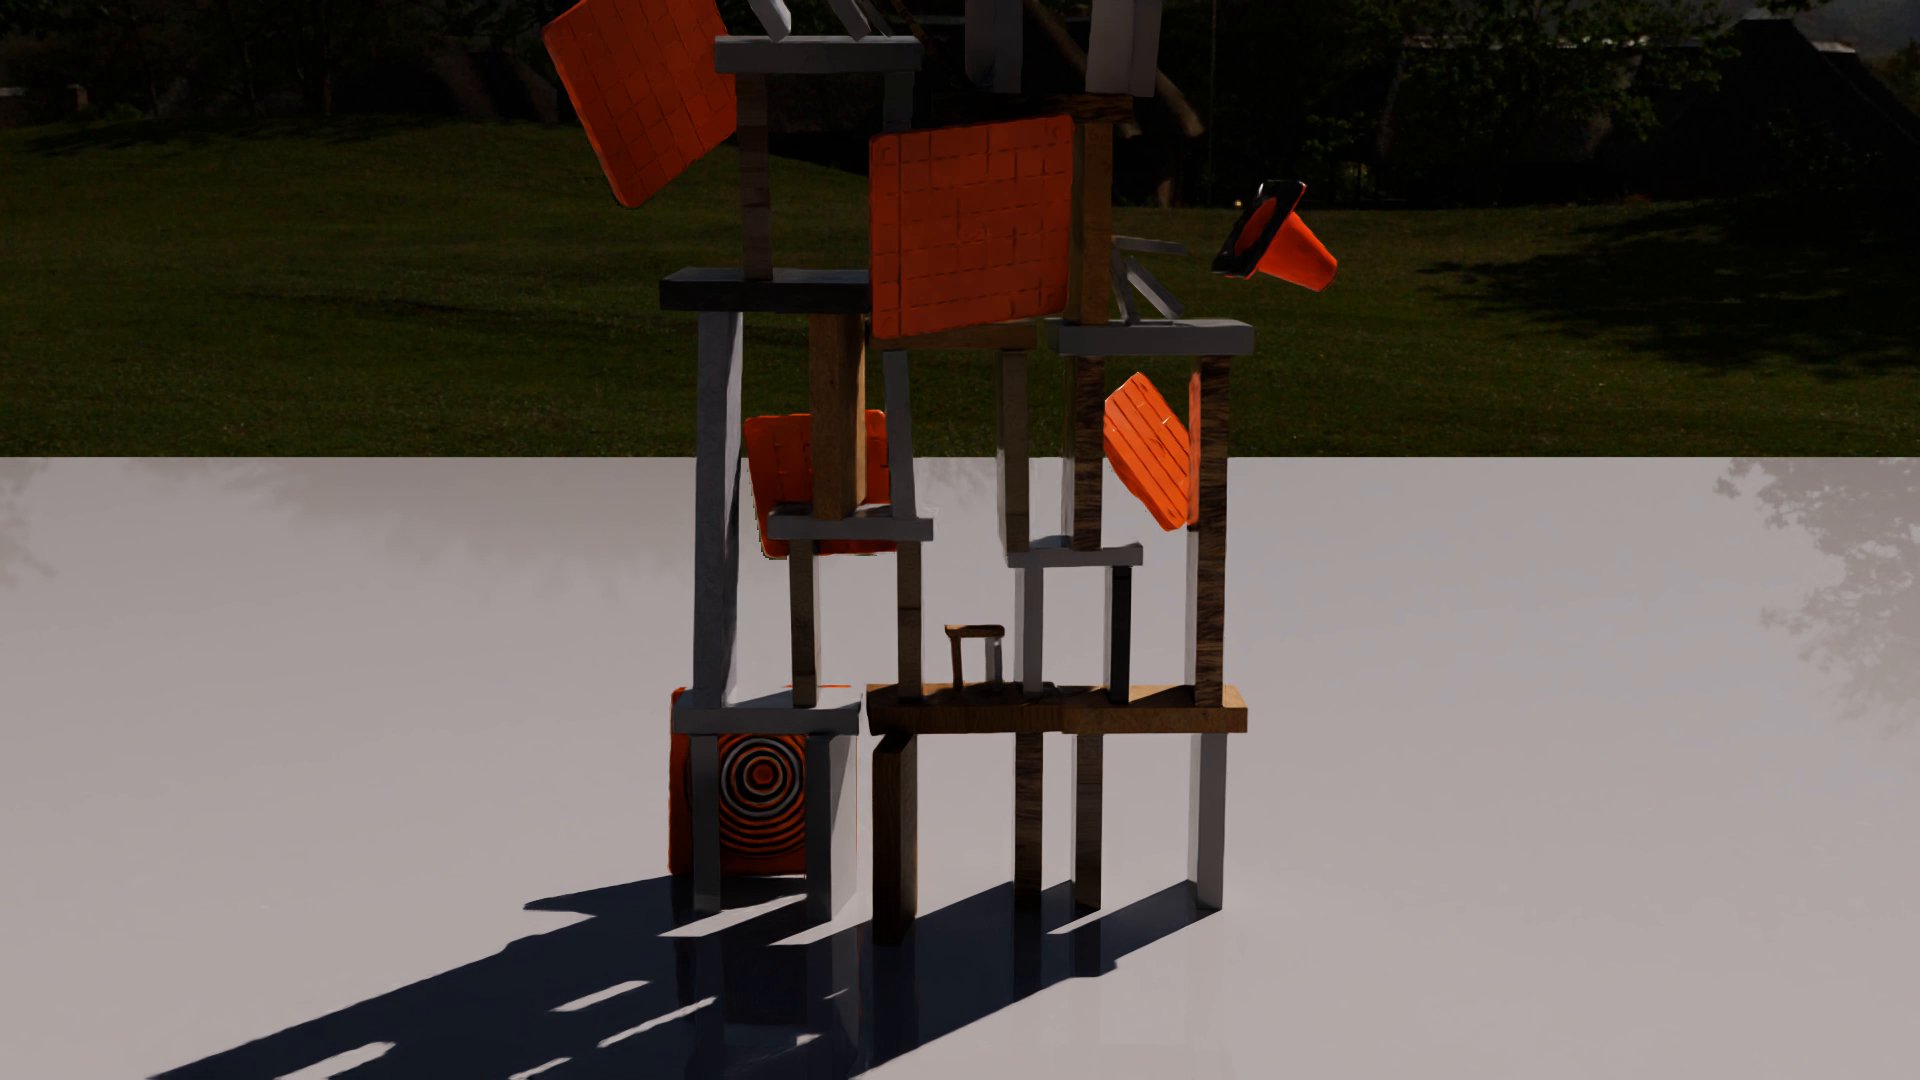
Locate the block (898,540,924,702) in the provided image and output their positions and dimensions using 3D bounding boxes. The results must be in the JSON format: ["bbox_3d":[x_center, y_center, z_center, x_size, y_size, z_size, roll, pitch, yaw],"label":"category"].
[{"bbox_3d":[-0.079,0.118,3.555,0.037,0.263,0.131,0,10,1],"label":"block"}]

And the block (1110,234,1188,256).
[{"bbox_3d":[0.290,-0.465,3.461,0.120,0.017,0.060,4,11,-16],"label":"block"}]

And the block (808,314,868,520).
[{"bbox_3d":[-0.192,-0.208,3.474,0.046,0.325,0.162,2,15,12],"label":"block"}]

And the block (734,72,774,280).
[{"bbox_3d":[-0.320,-0.571,3.410,0.044,0.311,0.155,-3,17,-6],"label":"block"}]

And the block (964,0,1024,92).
[{"bbox_3d":[0.052,-0.844,3.357,0.044,0.310,0.155,-3,14,-16],"label":"block"}]

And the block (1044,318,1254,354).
[{"bbox_3d":[0.298,-0.324,3.493,0.308,0.044,0.154,0,10,-5],"label":"block"}]

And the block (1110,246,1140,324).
[{"bbox_3d":[0.254,-0.403,3.471,0.017,0.120,0.060,-19,12,-3],"label":"block"}]

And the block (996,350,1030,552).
[{"bbox_3d":[0.083,-0.148,3.490,0.037,0.316,0.131,-2,11,-4],"label":"block"}]

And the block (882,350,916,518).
[{"bbox_3d":[-0.098,-0.175,3.486,0.037,0.263,0.131,-4,11,-3],"label":"block"}]

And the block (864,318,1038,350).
[{"bbox_3d":[-0.017,-0.326,3.471,0.263,0.037,0.131,0,11,-5],"label":"block"}]

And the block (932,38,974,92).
[{"bbox_3d":[-0.010,-0.729,3.374,0.013,0.091,0.045,-37,4,6],"label":"block"}]

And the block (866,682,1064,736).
[{"bbox_3d":[0.006,0.272,3.569,0.309,0.044,0.154,-1,11,-5],"label":"block"}]

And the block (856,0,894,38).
[{"bbox_3d":[-0.137,-0.809,3.365,0.045,0.013,0.091,50,4,37],"label":"block"}]

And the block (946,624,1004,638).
[{"bbox_3d":[0.024,0.148,3.566,0.091,0.013,0.045,-1,6,-7],"label":"block"}]

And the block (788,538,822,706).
[{"bbox_3d":[-0.251,0.121,3.574,0.037,0.275,0.131,-1,10,0],"label":"block"}]

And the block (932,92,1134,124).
[{"bbox_3d":[0.109,-0.673,3.427,0.306,0.043,0.153,1,11,-1],"label":"block"}]

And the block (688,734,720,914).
[{"bbox_3d":[-0.422,0.447,3.621,0.042,0.298,0.149,-2,11,-9],"label":"block"}]

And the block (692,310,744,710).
[{"bbox_3d":[-0.390,-0.058,3.542,0.046,0.637,0.162,3,10,2],"label":"block"}]

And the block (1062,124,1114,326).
[{"bbox_3d":[0.200,-0.497,3.454,0.043,0.308,0.153,-1,11,-8],"label":"block"}]

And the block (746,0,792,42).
[{"bbox_3d":[-0.319,-0.849,3.282,0.029,0.204,0.102,-28,27,12],"label":"block"}]

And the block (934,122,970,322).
[{"bbox_3d":[-0.013,-0.507,3.490,0.043,0.306,0.153,2,12,-2],"label":"block"}]

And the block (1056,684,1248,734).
[{"bbox_3d":[0.312,0.277,3.607,0.298,0.042,0.149,0,11,-1],"label":"block"}]

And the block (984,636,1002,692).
[{"bbox_3d":[0.055,0.200,3.578,0.013,0.091,0.045,-3,6,-18],"label":"block"}]

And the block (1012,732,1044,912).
[{"bbox_3d":[0.110,0.440,3.630,0.044,0.309,0.154,0,11,-1],"label":"block"}]

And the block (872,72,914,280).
[{"bbox_3d":[-0.103,-0.574,3.435,0.044,0.311,0.155,4,14,-2],"label":"block"}]

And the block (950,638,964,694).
[{"bbox_3d":[-0.005,0.200,3.574,0.013,0.091,0.045,-4,7,-4],"label":"block"}]

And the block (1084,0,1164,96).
[{"bbox_3d":[0.261,-0.850,3.416,0.044,0.311,0.155,0,12,-23],"label":"block"}]

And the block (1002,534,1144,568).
[{"bbox_3d":[0.180,0.017,3.549,0.216,0.031,0.108,-1,11,-4],"label":"block"}]

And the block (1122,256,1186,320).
[{"bbox_3d":[0.303,-0.398,3.483,0.120,0.017,0.060,44,-7,-8],"label":"block"}]

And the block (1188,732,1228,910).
[{"bbox_3d":[0.408,0.444,3.640,0.042,0.298,0.149,0,11,0],"label":"block"}]

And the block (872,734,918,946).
[{"bbox_3d":[-0.102,0.467,3.481,0.044,0.309,0.154,2,10,9],"label":"block"}]

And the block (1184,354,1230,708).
[{"bbox_3d":[0.399,-0.024,3.559,0.044,0.567,0.154,0,11,-1],"label":"block"}]

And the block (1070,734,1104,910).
[{"bbox_3d":[0.209,0.444,3.639,0.042,0.298,0.149,0,11,0],"label":"block"}]

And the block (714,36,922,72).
[{"bbox_3d":[-0.220,-0.747,3.378,0.310,0.044,0.155,-1,17,-6],"label":"block"}]

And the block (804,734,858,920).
[{"bbox_3d":[-0.210,0.453,3.592,0.042,0.298,0.149,2,11,13],"label":"block"}]

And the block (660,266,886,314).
[{"bbox_3d":[-0.290,-0.392,3.443,0.325,0.046,0.162,2,15,8],"label":"block"}]

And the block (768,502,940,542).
[{"bbox_3d":[-0.169,-0.030,3.530,0.263,0.037,0.131,1,10,4],"label":"block"}]

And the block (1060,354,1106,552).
[{"bbox_3d":[0.195,-0.148,3.508,0.044,0.308,0.154,0,11,-5],"label":"block"}]

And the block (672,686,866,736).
[{"bbox_3d":[-0.310,0.278,3.599,0.298,0.042,0.149,0,10,2],"label":"block"}]

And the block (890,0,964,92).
[{"bbox_3d":[-0.050,-0.761,3.377,0.013,0.167,0.045,-37,6,5],"label":"block"}]

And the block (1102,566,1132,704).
[{"bbox_3d":[0.255,0.143,3.584,0.031,0.228,0.108,0,11,-3],"label":"block"}]

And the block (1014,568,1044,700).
[{"bbox_3d":[0.111,0.139,3.571,0.031,0.216,0.108,-1,11,-7],"label":"block"}]

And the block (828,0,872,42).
[{"bbox_3d":[-0.206,-0.847,3.288,0.029,0.204,0.102,-33,25,8],"label":"block"}]
